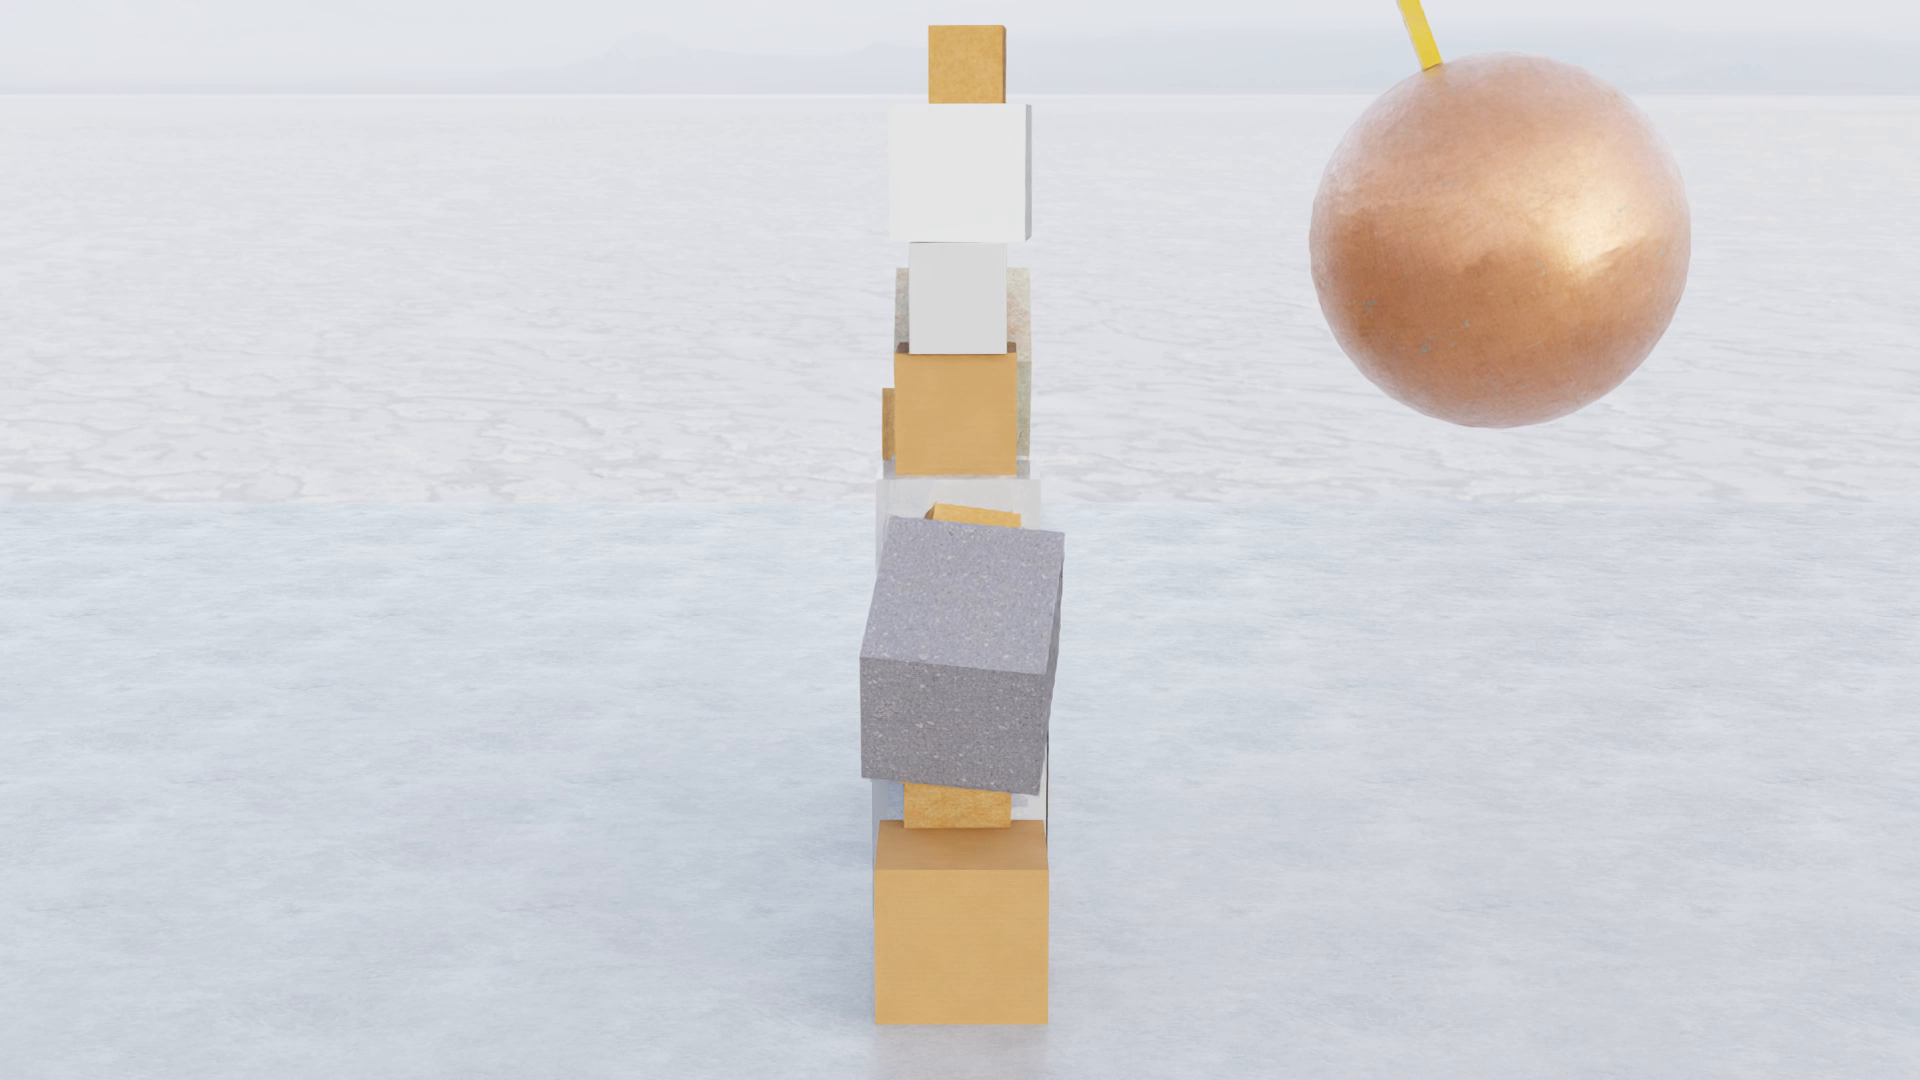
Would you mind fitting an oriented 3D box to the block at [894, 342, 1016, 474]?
[{"bbox_3d":[-0.013,-0.568,10.962,0.507,0.510,0.573,0,9,1],"label":"block"}]

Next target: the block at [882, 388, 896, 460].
[{"bbox_3d":[-0.021,-0.386,12.363,0.685,0.680,0.720,0,3,0],"label":"block"}]

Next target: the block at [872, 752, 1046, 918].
[{"bbox_3d":[-0.004,1.154,11.132,0.728,0.746,0.772,0,10,0],"label":"block"}]

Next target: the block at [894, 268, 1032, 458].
[{"bbox_3d":[0.013,-0.807,11.670,0.606,0.598,0.621,0,47,0],"label":"block"}]

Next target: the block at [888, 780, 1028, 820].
[{"bbox_3d":[-0.008,1.323,10.469,0.555,0.651,0.573,0,10,0],"label":"block"}]

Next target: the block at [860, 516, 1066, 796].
[{"bbox_3d":[0.014,0.431,9.668,0.671,0.638,0.769,5,42,5],"label":"block"}]

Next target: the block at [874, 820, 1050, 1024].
[{"bbox_3d":[0.006,1.458,9.862,0.646,0.602,0.648,0,10,0],"label":"block"}]

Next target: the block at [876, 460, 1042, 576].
[{"bbox_3d":[-0.008,-0.023,10.937,0.683,0.560,0.661,0,9,0],"label":"block"}]

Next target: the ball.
[{"bbox_3d":[2.295,-1.274,10.949,1.600,1.600,1.600,0,10,0],"label":"ball"}]

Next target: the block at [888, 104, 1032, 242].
[{"bbox_3d":[0.009,-1.555,10.854,0.562,0.565,0.553,1,9,4],"label":"block"}]

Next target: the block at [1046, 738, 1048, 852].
[{"bbox_3d":[0.016,1.059,11.865,0.759,0.672,0.683,0,10,0],"label":"block"}]

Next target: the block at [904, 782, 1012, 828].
[{"bbox_3d":[-0.013,0.802,10.053,0.415,0.429,0.487,0,42,-2],"label":"block"}]

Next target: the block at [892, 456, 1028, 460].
[{"bbox_3d":[-0.003,-0.084,11.578,0.598,0.581,0.524,0,1,0],"label":"block"}]

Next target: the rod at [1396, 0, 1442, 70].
[{"bbox_3d":[0.994,-4.364,10.387,0.080,5.200,0.080,-22,10,4],"label":"rod"}]

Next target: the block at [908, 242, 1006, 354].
[{"bbox_3d":[-0.006,-1.024,10.758,0.401,0.454,0.396,0,9,1],"label":"block"}]

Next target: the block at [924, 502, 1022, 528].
[{"bbox_3d":[0.026,0.099,10.292,0.346,0.405,0.383,7,-9,-6],"label":"block"}]

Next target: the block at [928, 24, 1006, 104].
[{"bbox_3d":[0.031,-1.976,10.686,0.305,0.319,0.305,0,9,4],"label":"block"}]

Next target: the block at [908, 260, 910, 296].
[{"bbox_3d":[-0.008,-1.106,11.190,0.419,0.393,0.388,0,25,0],"label":"block"}]
